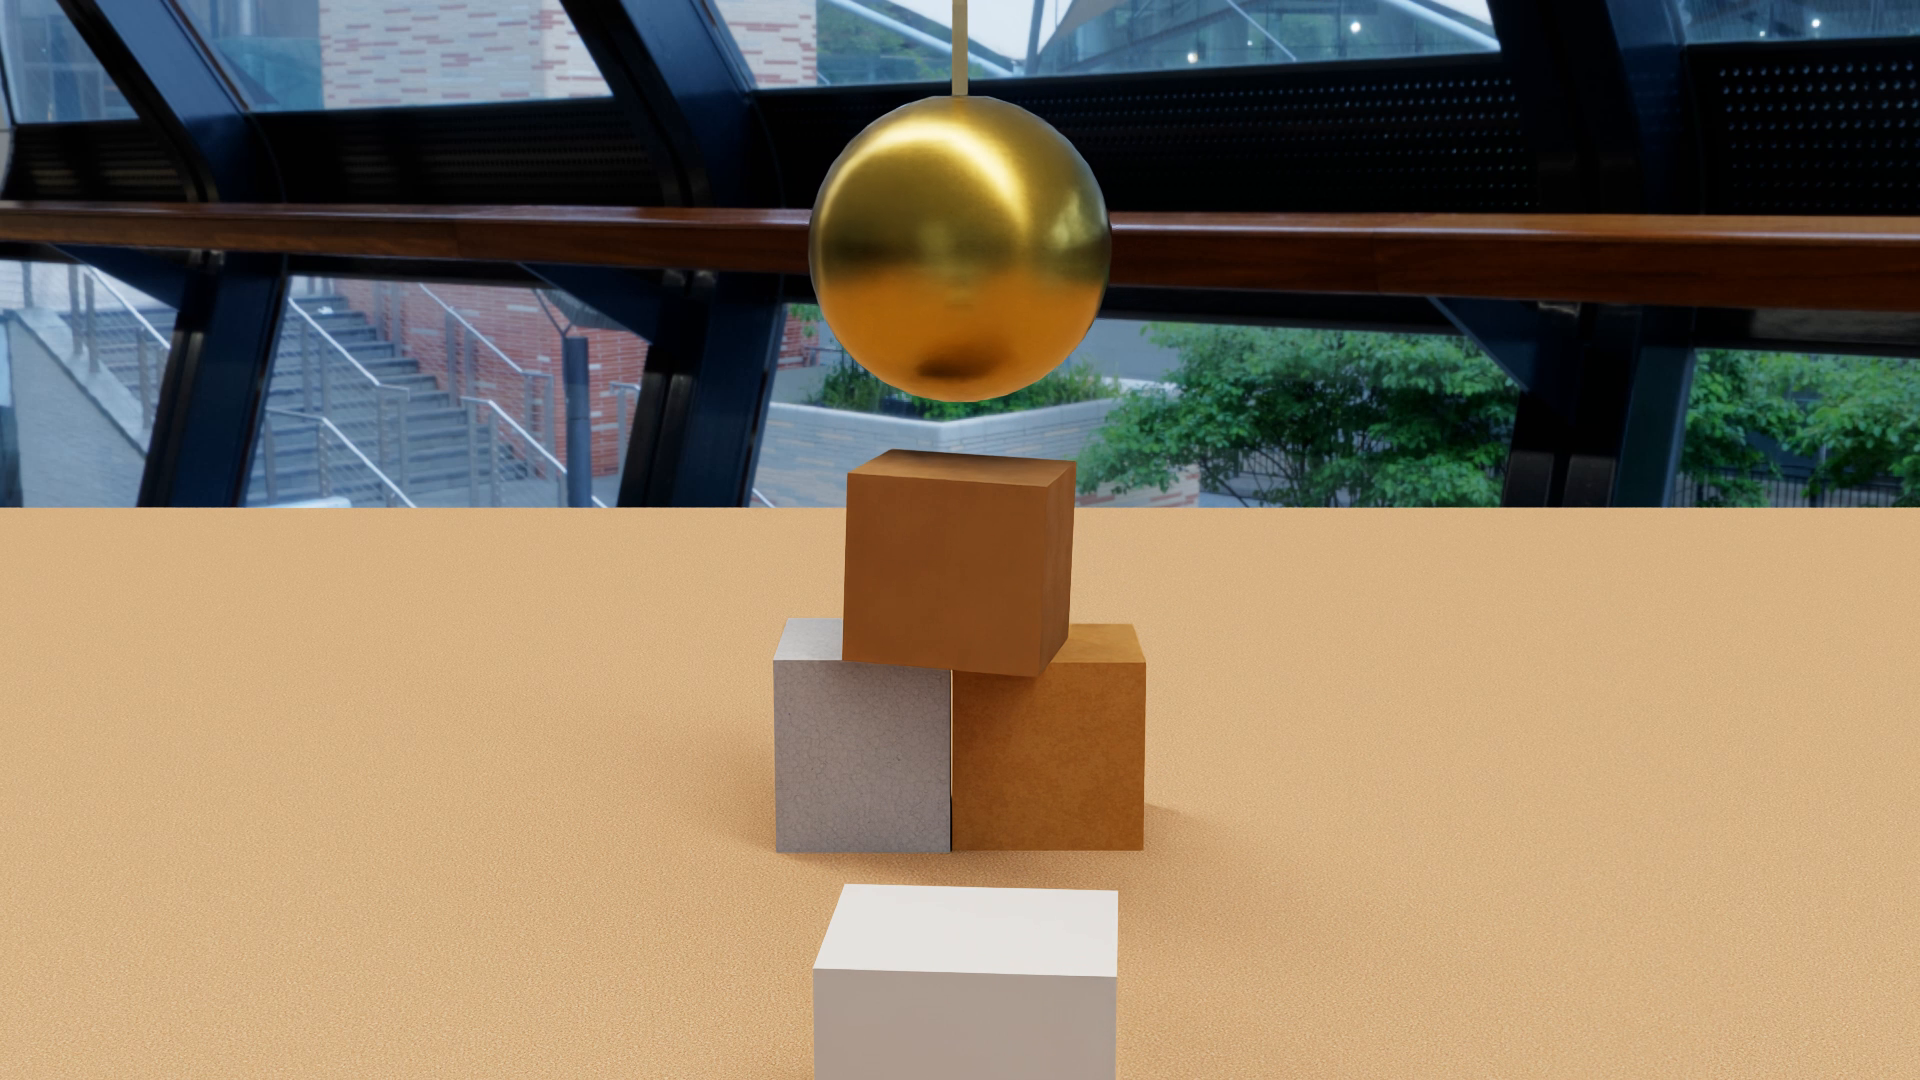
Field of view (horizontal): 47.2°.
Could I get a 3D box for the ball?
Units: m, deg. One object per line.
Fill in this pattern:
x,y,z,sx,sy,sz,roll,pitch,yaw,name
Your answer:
0.000,-1.523,11.526,1.600,1.600,1.600,0,10,0,ball

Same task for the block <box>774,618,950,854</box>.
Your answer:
-0.483,0.990,11.355,0.869,0.990,0.956,0,10,0,block

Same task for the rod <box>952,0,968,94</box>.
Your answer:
0.000,-4.788,10.579,0.080,5.200,0.080,0,16,0,rod

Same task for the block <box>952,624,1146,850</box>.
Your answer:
0.440,1.001,11.357,0.956,0.967,0.881,0,10,0,block

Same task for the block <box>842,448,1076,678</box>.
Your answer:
0.010,0.092,10.956,0.971,0.923,0.902,4,11,11,block

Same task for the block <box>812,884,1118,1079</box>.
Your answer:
0.044,1.744,7.641,0.992,0.834,0.830,1,10,4,block
